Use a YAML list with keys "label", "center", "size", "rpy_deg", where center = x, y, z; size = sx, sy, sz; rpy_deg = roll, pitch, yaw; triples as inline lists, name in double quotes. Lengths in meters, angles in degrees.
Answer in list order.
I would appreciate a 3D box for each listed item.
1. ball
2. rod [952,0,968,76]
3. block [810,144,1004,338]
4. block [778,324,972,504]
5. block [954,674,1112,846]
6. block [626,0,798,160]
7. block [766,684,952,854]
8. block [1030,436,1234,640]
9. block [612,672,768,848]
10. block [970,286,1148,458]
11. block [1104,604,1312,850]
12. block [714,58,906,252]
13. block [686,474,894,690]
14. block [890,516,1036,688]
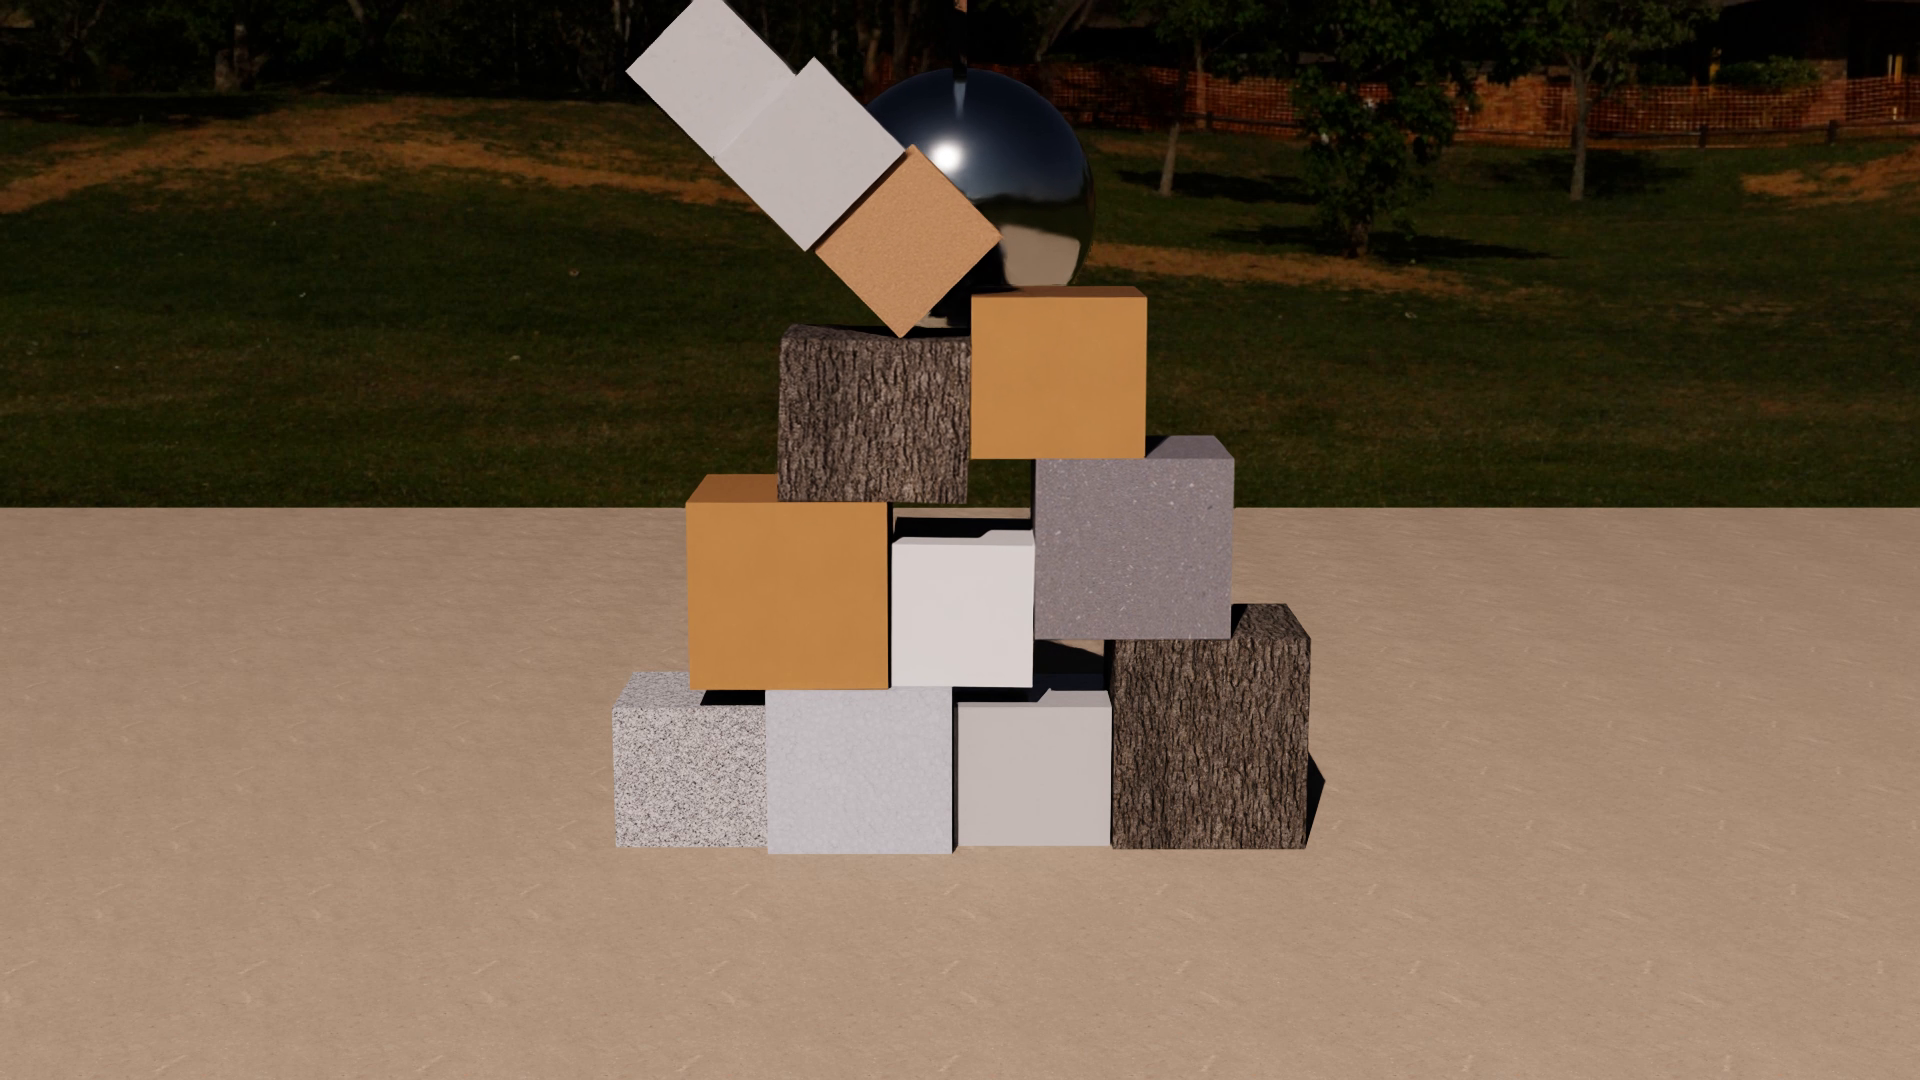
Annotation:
- label: "ball"
  center: [0.000, -1.964, 12.932]
  size: [1.600, 1.600, 1.600]
  rpy_deg: [0, 10, 0]
- label: "rod"
  center: [0.000, -4.892, 11.204]
  size: [0.080, 5.200, 0.080]
  rpy_deg: [0, 31, 0]
- label: "block"
  center: [-0.261, -1.494, 10.924]
  size: [0.700, 0.622, 0.617]
  rpy_deg: [-44, 8, 7]
- label: "block"
  center: [-0.417, -0.648, 11.050]
  size: [0.922, 0.782, 0.850]
  rpy_deg: [1, 10, 0]
- label: "block"
  center: [0.364, 1.125, 11.371]
  size: [0.786, 0.718, 0.709]
  rpy_deg: [0, 10, 0]
- label: "block"
  center: [-1.189, -2.271, 10.747]
  size: [0.563, 0.588, 0.556]
  rpy_deg: [-44, 8, 7]
- label: "block"
  center: [-0.499, 1.067, 11.371]
  size: [0.918, 0.833, 0.988]
  rpy_deg: [0, 10, 0]
- label: "block"
  center: [0.851, -0.029, 11.175]
  size: [0.964, 0.897, 0.857]
  rpy_deg: [0, 10, 0]
- label: "block"
  center: [-1.350, 1.122, 11.378]
  size: [0.764, 0.721, 0.762]
  rpy_deg: [0, 10, 0]
- label: "block"
  center: [0.476, -0.852, 11.011]
  size: [0.844, 0.781, 0.816]
  rpy_deg: [0, 10, 0]
- label: "block"
  center: [1.249, 0.944, 11.351]
  size: [0.965, 1.081, 0.851]
  rpy_deg: [0, 10, 0]
- label: "block"
  center: [-0.723, -1.899, 10.840]
  size: [0.685, 0.613, 0.691]
  rpy_deg: [-44, 8, 7]
- label: "block"
  center: [-0.843, 0.196, 11.218]
  size: [0.978, 0.935, 0.924]
  rpy_deg: [0, 10, 0]
- label: "block"
  center: [0.012, 0.305, 11.242]
  size: [0.702, 0.713, 0.793]
  rpy_deg: [1, 10, 0]
